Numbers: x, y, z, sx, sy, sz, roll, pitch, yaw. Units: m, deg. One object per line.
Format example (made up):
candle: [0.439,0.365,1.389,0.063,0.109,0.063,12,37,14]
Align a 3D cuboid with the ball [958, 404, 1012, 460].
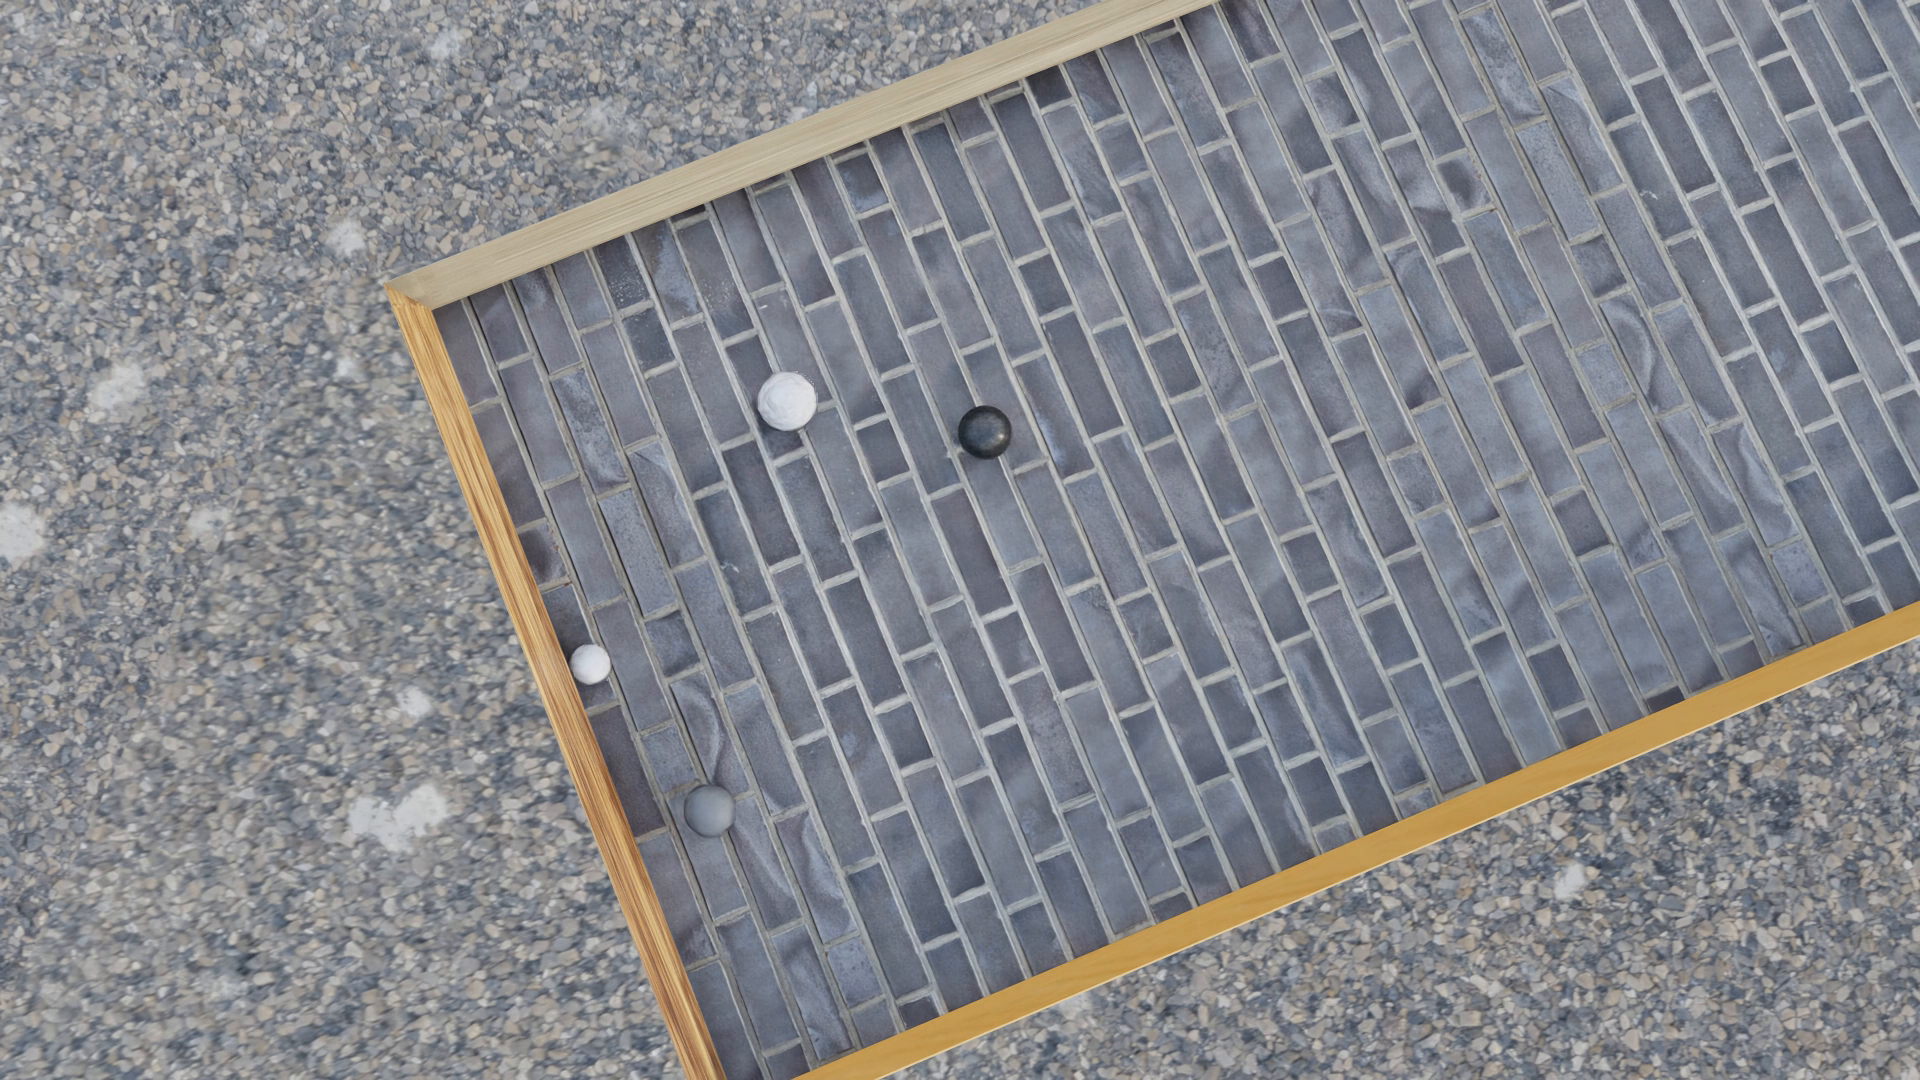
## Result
ball: [0.038,-0.162,3.315,0.083,0.083,0.083,0,79,0]

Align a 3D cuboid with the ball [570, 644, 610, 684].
ball: [-0.549,0.184,3.262,0.060,0.060,0.060,0,79,0]

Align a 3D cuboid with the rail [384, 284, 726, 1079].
rail: [-0.580,0.233,3.223,0.045,0.115,1.356,-22,80,-4]

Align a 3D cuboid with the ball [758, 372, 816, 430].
ball: [-0.261,-0.209,3.321,0.089,0.089,0.089,0,79,0]

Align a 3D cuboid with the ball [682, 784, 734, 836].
ball: [-0.367,0.395,3.214,0.075,0.075,0.075,0,79,0]

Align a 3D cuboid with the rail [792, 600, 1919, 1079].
rail: [0.853,0.344,3.202,2.608,0.115,0.045,-22,80,-4]

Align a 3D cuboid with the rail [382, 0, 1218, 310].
rail: [0.351,-0.843,3.427,2.608,0.115,0.045,-22,80,-4]
